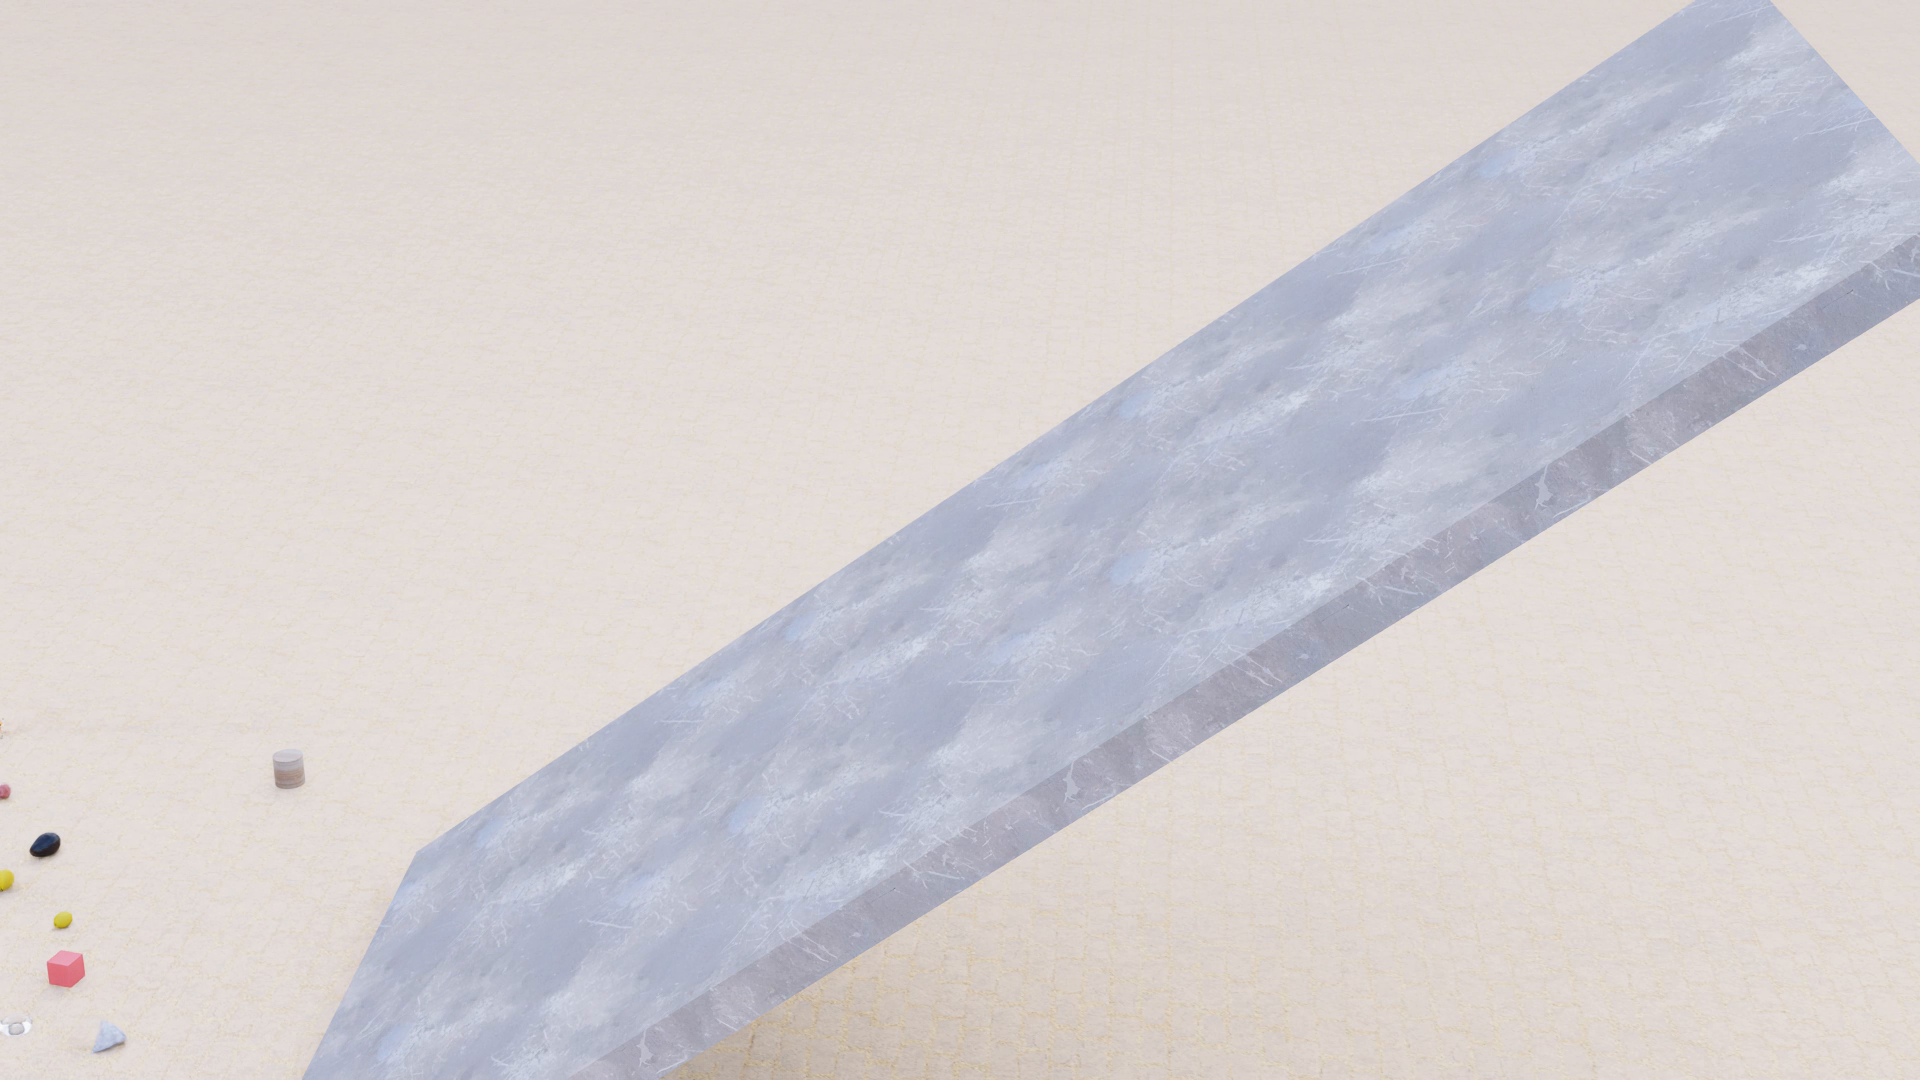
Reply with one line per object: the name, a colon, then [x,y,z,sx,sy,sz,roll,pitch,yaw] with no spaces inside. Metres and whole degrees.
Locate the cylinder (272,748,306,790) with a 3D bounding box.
cylinder: [-1.896,0.647,8.311,0.085,0.085,0.085,0,22,0]

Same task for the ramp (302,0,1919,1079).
ramp: [0.132,0.177,6.315,4.000,0.100,2.000,-33,16,16]

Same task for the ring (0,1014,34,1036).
ring: [-2.278,1.170,7.097,0.080,0.027,0.080,1,23,0]

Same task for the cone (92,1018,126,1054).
cone: [-2.046,1.197,7.018,0.078,0.078,0.078,15,53,32]

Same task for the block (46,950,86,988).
block: [-2.221,1.065,7.307,0.062,0.062,0.062,7,23,17]
